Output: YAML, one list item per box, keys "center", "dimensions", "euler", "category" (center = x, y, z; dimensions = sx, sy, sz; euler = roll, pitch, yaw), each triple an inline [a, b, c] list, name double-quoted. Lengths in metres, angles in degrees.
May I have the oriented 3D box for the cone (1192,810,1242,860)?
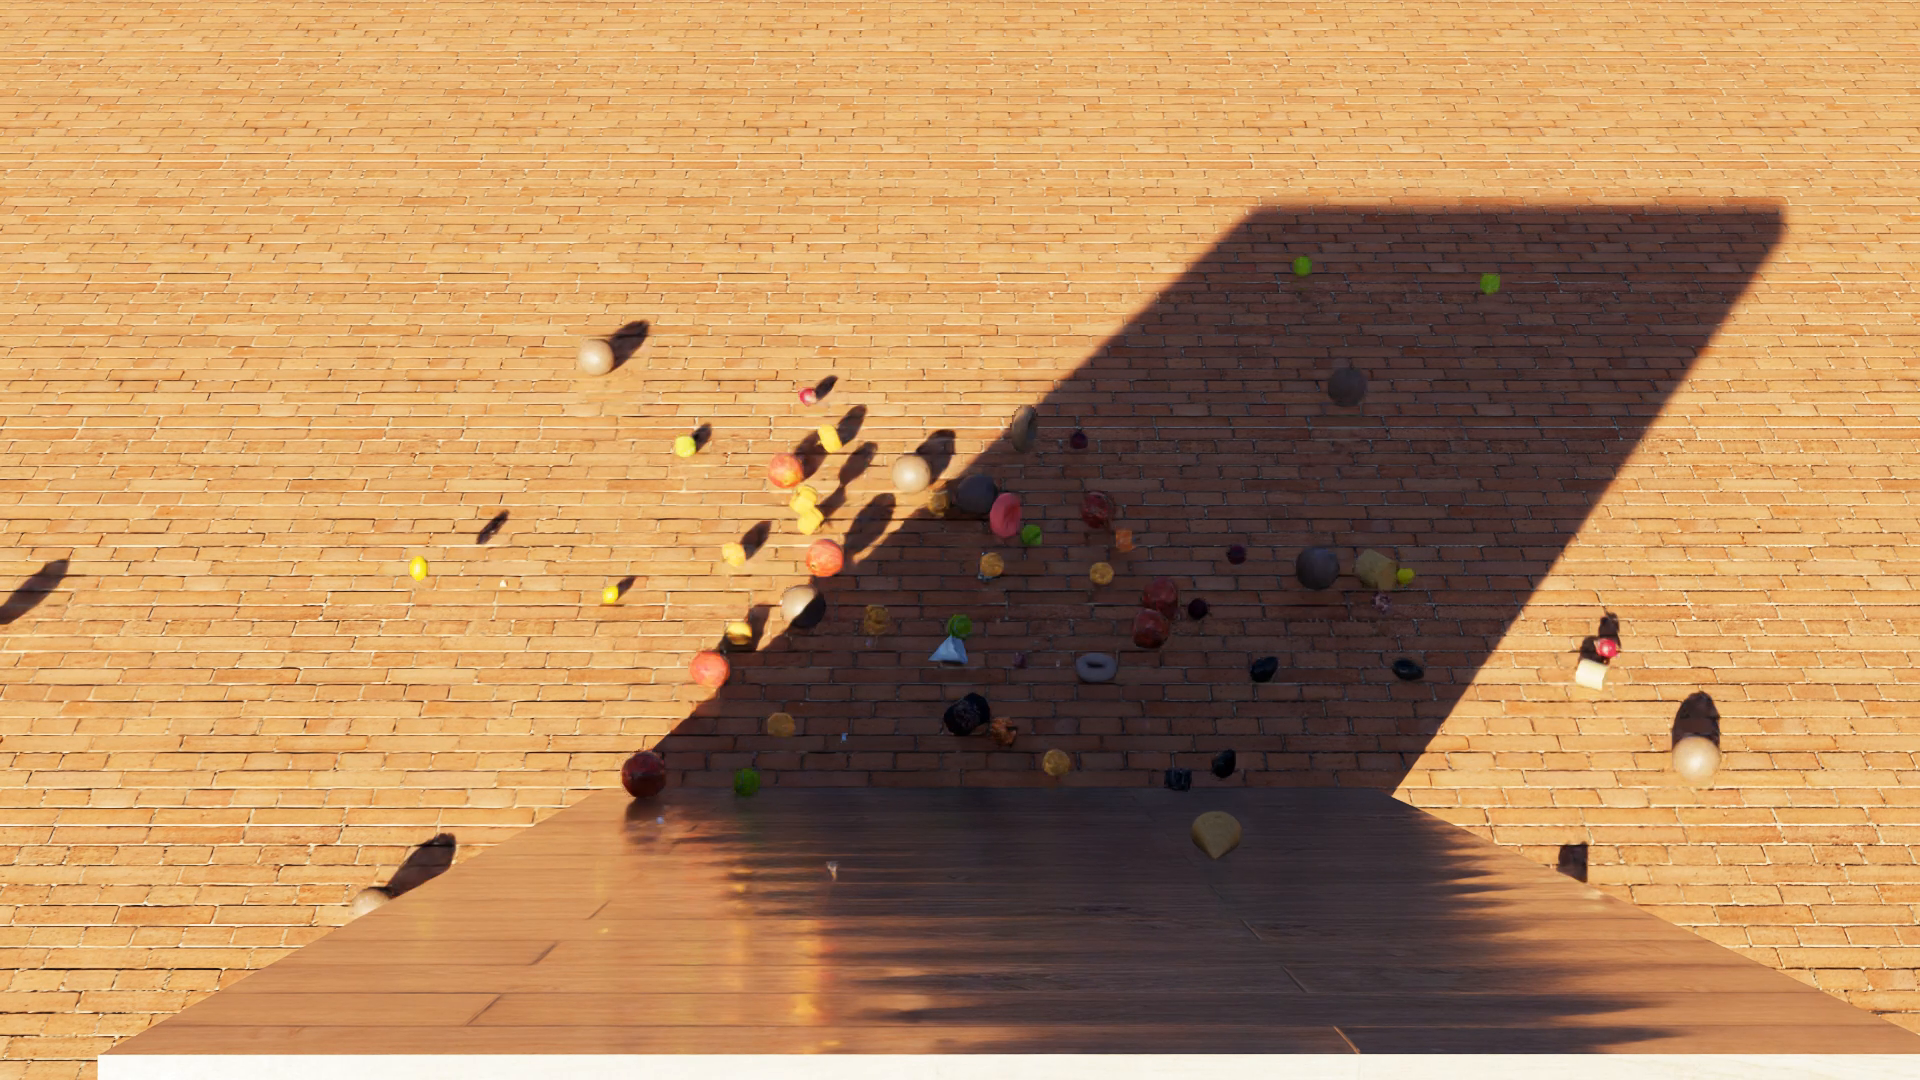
- center: [0.484, 0.580, 4.907]
  dimensions: [0.098, 0.098, 0.098]
  euler: [4, 26, 5]
  category: "cone"

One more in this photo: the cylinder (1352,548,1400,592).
- center: [1.230, 0.089, 7.671]
  dimensions: [0.098, 0.098, 0.098]
  euler: [-26, 41, -33]
  category: "cylinder"

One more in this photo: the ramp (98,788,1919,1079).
- center: [0.075, 0.649, 4.782]
  dimensions: [2.000, 0.100, 4.000]
  euler: [0, -1, 0]
  category: "ramp"

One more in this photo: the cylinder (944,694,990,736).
- center: [0.019, 0.475, 7.056]
  dimensions: [0.091, 0.091, 0.091]
  euler: [15, 61, -27]
  category: "cylinder"

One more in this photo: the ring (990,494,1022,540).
- center: [0.136, -0.069, 7.731]
  dimensions: [0.048, 0.143, 0.143]
  euler: [10, 34, 30]
  category: "ring"

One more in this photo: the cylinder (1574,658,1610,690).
- center: [1.768, 0.376, 7.258]
  dimensions: [0.074, 0.074, 0.074]
  euler: [17, 37, 24]
  category: "cylinder"

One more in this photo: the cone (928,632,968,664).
- center: [-0.046, 0.323, 7.373]
  dimensions: [0.100, 0.100, 0.100]
  euler: [-21, 30, 17]
  category: "cone"

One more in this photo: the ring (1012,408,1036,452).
- center: [0.204, -0.352, 8.263]
  dimensions: [0.048, 0.144, 0.144]
  euler: [7, 34, 21]
  category: "ring"

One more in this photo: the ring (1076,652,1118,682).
- center: [0.385, 0.360, 7.322]
  dimensions: [0.122, 0.041, 0.122]
  euler: [1, 32, 0]
  category: "ring"

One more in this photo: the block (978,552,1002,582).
- center: [0.090, 0.081, 7.724]
  dimensions: [0.058, 0.058, 0.058]
  euler: [6, 34, 10]
  category: "block"

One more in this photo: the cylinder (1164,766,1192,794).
- center: [0.553, 0.607, 6.579]
  dimensions: [0.054, 0.054, 0.054]
  euler: [22, 39, 18]
  category: "cylinder"
